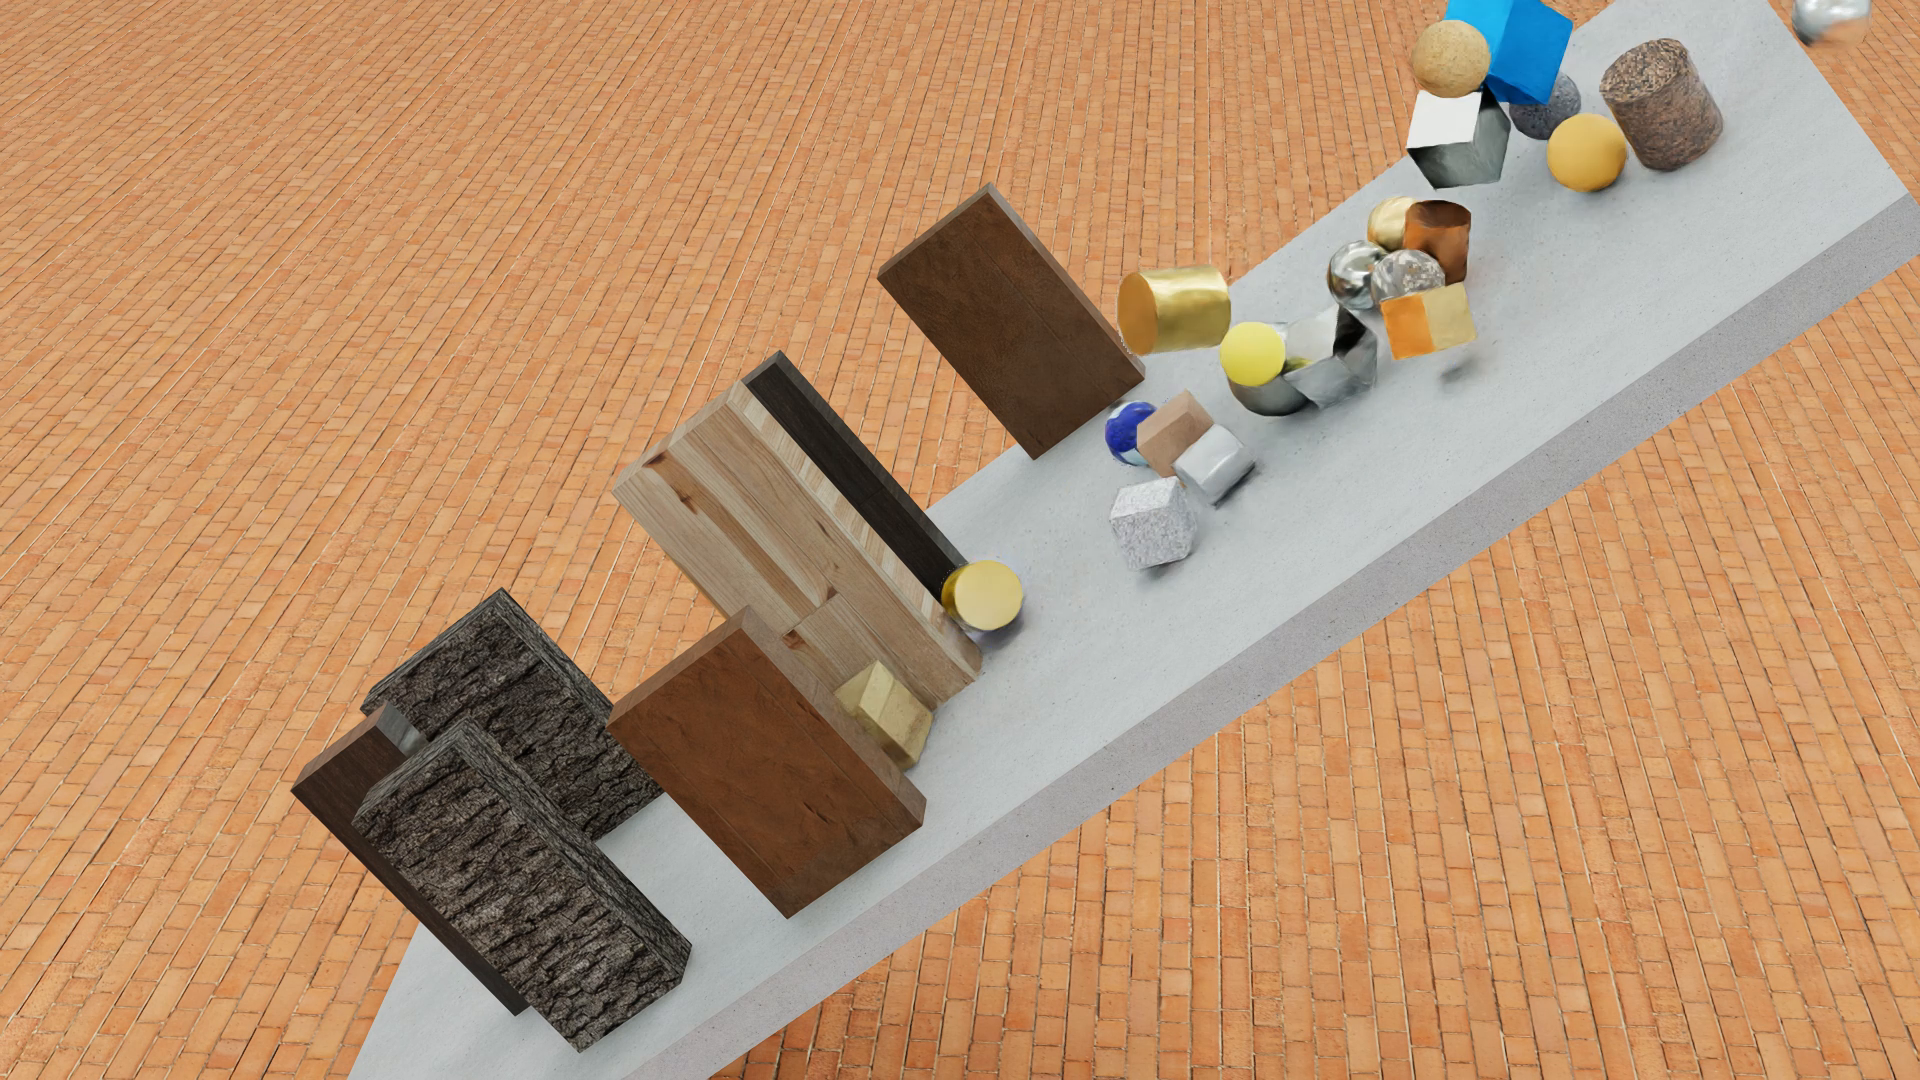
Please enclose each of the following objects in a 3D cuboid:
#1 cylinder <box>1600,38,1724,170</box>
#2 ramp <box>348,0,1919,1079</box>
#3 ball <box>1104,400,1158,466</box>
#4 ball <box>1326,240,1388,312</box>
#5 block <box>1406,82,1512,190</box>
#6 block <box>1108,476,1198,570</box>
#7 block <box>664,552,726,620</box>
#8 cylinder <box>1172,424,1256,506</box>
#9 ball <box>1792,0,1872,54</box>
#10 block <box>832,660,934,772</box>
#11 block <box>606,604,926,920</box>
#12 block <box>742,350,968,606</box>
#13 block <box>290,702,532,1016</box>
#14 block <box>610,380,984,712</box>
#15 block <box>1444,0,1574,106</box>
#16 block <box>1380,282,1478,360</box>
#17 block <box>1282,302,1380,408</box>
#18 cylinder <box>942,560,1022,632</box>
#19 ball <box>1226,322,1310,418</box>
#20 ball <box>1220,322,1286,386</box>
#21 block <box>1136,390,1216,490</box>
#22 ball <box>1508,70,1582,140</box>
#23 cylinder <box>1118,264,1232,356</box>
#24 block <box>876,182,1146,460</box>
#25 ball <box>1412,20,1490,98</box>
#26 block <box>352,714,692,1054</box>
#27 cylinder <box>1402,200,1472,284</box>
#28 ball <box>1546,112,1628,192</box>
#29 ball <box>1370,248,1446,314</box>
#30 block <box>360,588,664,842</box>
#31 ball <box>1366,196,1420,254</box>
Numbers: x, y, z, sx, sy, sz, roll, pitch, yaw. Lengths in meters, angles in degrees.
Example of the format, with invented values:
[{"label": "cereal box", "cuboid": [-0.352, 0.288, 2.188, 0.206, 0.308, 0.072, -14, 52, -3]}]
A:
[{"label": "cylinder", "cuboid": [1.335, -0.828, 5.596, 0.176, 0.176, 0.176, -26, 35, 20]}, {"label": "ramp", "cuboid": [0.119, 0.186, 6.344, 4.000, 0.100, 2.000, -36, 16, 18]}, {"label": "ball", "cuboid": [0.385, -0.231, 6.386, 0.142, 0.142, 0.142, 0, 24, 0]}, {"label": "ball", "cuboid": [0.841, -0.552, 6.155, 0.148, 0.148, 0.148, 0, 24, 0]}, {"label": "block", "cuboid": [1.029, -0.832, 6.062, 0.147, 0.147, 0.147, -2, 60, 34]}, {"label": "block", "cuboid": [0.384, -0.034, 5.832, 0.122, 0.122, 0.122, -14, 26, 22]}, {"label": "block", "cuboid": [-0.436, 0.075, 6.977, 0.312, 0.428, 0.113, -36, 16, 18]}, {"label": "cylinder", "cuboid": [0.510, -0.150, 5.916, 0.118, 0.118, 0.118, -43, 35, -6]}, {"label": "ball", "cuboid": [1.750, -1.054, 5.904, 0.156, 0.156, 0.156, 0, 24, 0]}, {"label": "block", "cuboid": [-0.188, 0.391, 6.001, 0.171, 0.171, 0.171, -37, 16, 28]}, {"label": "block", "cuboid": [-0.370, 0.432, 5.668, 0.347, 0.531, 0.104, -36, 16, 18]}, {"label": "block", "cuboid": [-0.284, -0.068, 6.508, 0.287, 0.694, 0.082, -36, 16, 18]}, {"label": "block", "cuboid": [-1.097, 0.694, 6.359, 0.258, 0.707, 0.114, -36, 16, 18]}, {"label": "block", "cuboid": [-0.330, 0.071, 6.079, 0.330, 0.781, 0.115, -36, 16, 18]}, {"label": "block", "cuboid": [1.113, -1.017, 6.060, 0.181, 0.181, 0.181, 20, -2, -37]}, {"label": "block", "cuboid": [0.883, -0.413, 5.546, 0.113, 0.113, 0.113, -18, 5, -35]}, {"label": "block", "cuboid": [0.737, -0.365, 5.848, 0.129, 0.129, 0.129, -21, 46, 41]}, {"label": "cylinder", "cuboid": [0.045, 0.120, 6.196, 0.146, 0.146, 0.146, -5, -3, -12]}, {"label": "ball", "cuboid": [0.641, -0.348, 5.994, 0.195, 0.195, 0.195, 0, 24, 0]}, {"label": "ball", "cuboid": [0.577, -0.367, 5.808, 0.130, 0.130, 0.130, 0, 24, 0]}, {"label": "block", "cuboid": [0.462, -0.205, 6.145, 0.134, 0.134, 0.134, -37, 16, 17]}, {"label": "ball", "cuboid": [1.234, -0.920, 6.208, 0.151, 0.151, 0.151, 0, 24, 0]}, {"label": "cylinder", "cuboid": [0.456, -0.491, 6.276, 0.178, 0.178, 0.178, -8, 25, -24]}, {"label": "block", "cuboid": [0.123, -0.512, 6.939, 0.338, 0.584, 0.087, -36, 16, 18]}, {"label": "ball", "cuboid": [0.931, -0.912, 5.578, 0.149, 0.149, 0.149, 0, 24, 0]}, {"label": "block", "cuboid": [-0.873, 0.693, 5.899, 0.279, 0.670, 0.144, -36, 16, 18]}, {"label": "cylinder", "cuboid": [0.957, -0.596, 5.915, 0.131, 0.131, 0.131, -1, 32, 1]}, {"label": "ball", "cuboid": [1.231, -0.761, 5.779, 0.155, 0.155, 0.155, 0, 24, 0]}, {"label": "ball", "cuboid": [0.886, -0.500, 5.817, 0.150, 0.150, 0.150, 0, 24, 0]}, {"label": "block", "cuboid": [-1.056, 0.475, 7.028, 0.436, 0.611, 0.115, -36, 16, 18]}, {"label": "ball", "cuboid": [0.933, -0.657, 6.229, 0.144, 0.144, 0.144, 0, 24, 0]}]
